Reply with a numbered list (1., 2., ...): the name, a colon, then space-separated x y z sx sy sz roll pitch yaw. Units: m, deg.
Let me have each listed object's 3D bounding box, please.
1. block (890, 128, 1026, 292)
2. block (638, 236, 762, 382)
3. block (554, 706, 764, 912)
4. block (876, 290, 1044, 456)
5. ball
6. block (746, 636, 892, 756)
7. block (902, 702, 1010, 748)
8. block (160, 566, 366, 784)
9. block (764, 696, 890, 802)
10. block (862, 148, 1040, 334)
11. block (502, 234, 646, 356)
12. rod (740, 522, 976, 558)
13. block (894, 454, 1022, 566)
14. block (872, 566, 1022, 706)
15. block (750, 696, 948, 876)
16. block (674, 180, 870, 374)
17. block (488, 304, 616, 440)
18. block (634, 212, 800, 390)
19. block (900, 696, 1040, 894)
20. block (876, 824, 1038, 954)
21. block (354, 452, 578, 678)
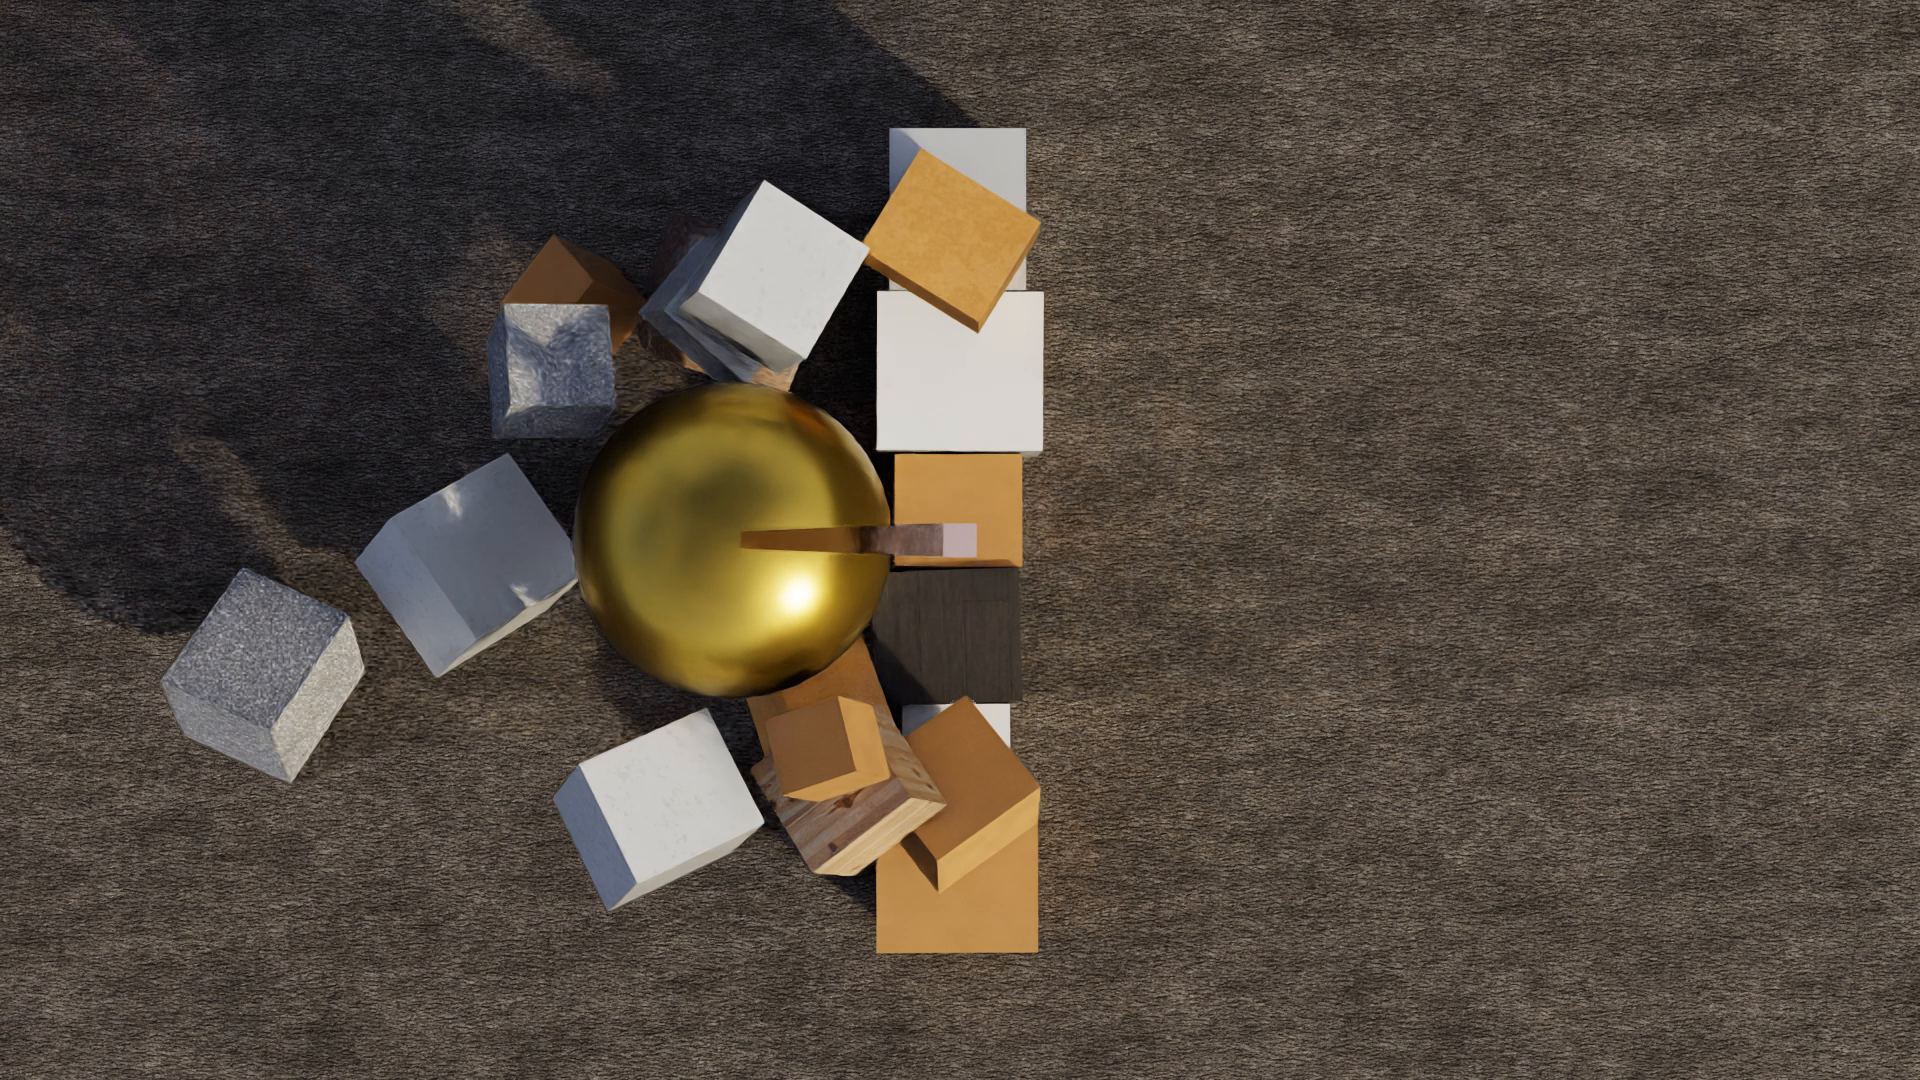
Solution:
1. block: -0.012 -1.820 12.546 0.751 0.909 0.887 0 90 0
2. block: -1.262 -1.216 11.676 0.585 0.535 0.520 42 79 -20
3. block: -1.533 1.368 11.143 0.719 0.698 0.653 -23 80 -27
4. block: 0.000 -0.932 12.561 0.917 0.879 0.876 0 90 0
5. ball: -1.139 0.000 11.059 1.600 1.600 1.600 0 90 0
6. block: -0.800 0.925 12.303 0.564 0.566 0.639 -6 54 -23
7. block: -0.021 1.215 12.663 0.604 0.673 0.588 0 90 0
8. block: -3.903 0.765 12.378 0.680 0.704 0.796 23 60 7
9. block: -0.651 1.037 10.871 0.401 0.448 0.383 -20 74 16
10. block: -0.052 -1.588 11.773 0.736 0.637 0.613 32 90 0
11. block: -2.141 -1.315 12.282 0.489 0.493 0.448 -50 58 12
12. rod: -0.494 0.000 7.721 0.080 5.200 0.080 0 90 -11
13. block: -0.008 -0.165 12.653 0.712 0.695 0.631 0 90 0
14. block: -0.072 0.539 12.637 0.821 0.726 0.748 -2 90 0
15. block: -0.571 1.274 11.325 0.638 0.529 0.638 -38 69 10
16. block: -0.952 -1.307 11.062 0.619 0.671 0.646 32 79 -13
17. block: -2.053 -0.839 11.031 0.517 0.553 0.523 -1 76 -21
18. block: -1.308 -1.327 12.450 0.822 0.749 0.707 19 101 -20
19. block: -0.041 1.371 11.828 0.676 0.563 0.653 -34 68 -15
20. block: -0.016 1.892 12.535 0.887 0.930 0.747 0 90 0
21. block: -2.764 0.145 12.470 0.832 0.689 0.810 -35 90 -38
